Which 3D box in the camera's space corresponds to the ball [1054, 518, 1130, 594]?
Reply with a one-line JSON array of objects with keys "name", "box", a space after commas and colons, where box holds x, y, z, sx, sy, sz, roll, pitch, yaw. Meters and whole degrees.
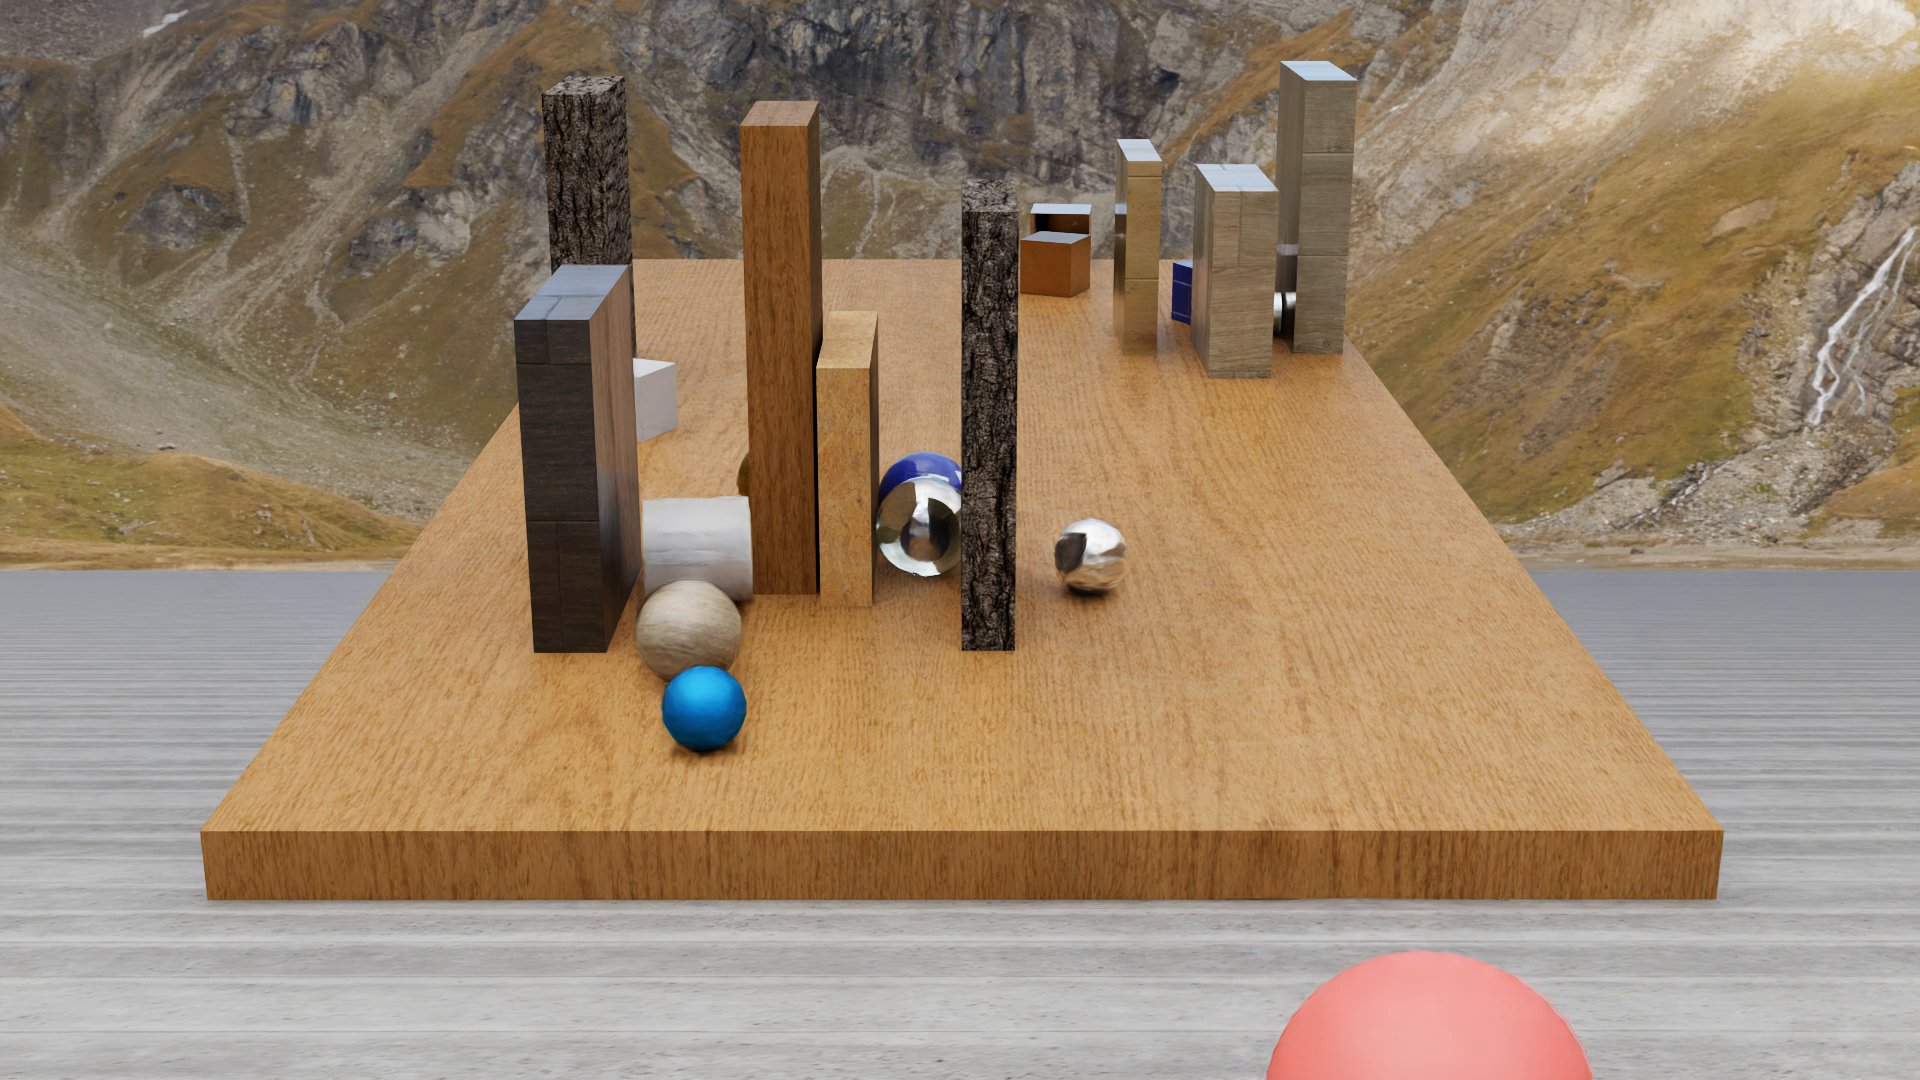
[{"name": "ball", "box": [0.224, 0.028, 3.817, 0.130, 0.130, 0.130, 0, -1, 0]}]

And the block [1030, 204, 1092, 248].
[{"name": "block", "box": [0.298, -0.893, 6.604, 0.172, 0.172, 0.172, 2, 18, 5]}]

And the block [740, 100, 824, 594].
[{"name": "block", "box": [-0.300, -0.336, 3.860, 0.108, 0.795, 0.332, 0, 18, 0]}]

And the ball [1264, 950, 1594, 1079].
[{"name": "ball", "box": [0.289, 0.357, 1.377, 0.205, 0.205, 0.205, 0, -1, 0]}]

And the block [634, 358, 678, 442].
[{"name": "block", "box": [-0.710, -0.305, 4.826, 0.142, 0.142, 0.142, 8, 20, 24]}]

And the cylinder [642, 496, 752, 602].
[{"name": "cylinder", "box": [-0.443, 0.017, 3.770, 0.177, 0.177, 0.177, -2, 0, -7]}]

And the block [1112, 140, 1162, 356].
[{"name": "block", "box": [0.445, -0.744, 5.641, 0.082, 0.480, 0.385, 0, 18, 0]}]

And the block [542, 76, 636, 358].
[{"name": "block", "box": [-0.855, -0.709, 5.192, 0.131, 0.686, 0.369, 0, 18, 0]}]

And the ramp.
[{"name": "ramp", "box": [-0.003, -0.185, 4.851, 2.000, 0.100, 4.000, 0, 18, 0]}]

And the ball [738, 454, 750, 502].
[{"name": "ball", "box": [-0.336, -0.111, 4.193, 0.163, 0.163, 0.163, 0, -1, 0]}]

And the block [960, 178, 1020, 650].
[{"name": "block", "box": [0.045, -0.207, 3.611, 0.085, 0.703, 0.320, 0, 18, 0]}]

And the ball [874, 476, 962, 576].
[{"name": "ball", "box": [-0.061, -0.023, 3.902, 0.175, 0.175, 0.175, 0, -1, 0]}]

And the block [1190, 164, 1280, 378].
[{"name": "block", "box": [0.663, -0.660, 5.439, 0.149, 0.445, 0.422, 0, 18, 0]}]

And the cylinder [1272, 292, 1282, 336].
[{"name": "cylinder", "box": [0.765, -0.582, 5.743, 0.111, 0.111, 0.111, 1, -1, 2]}]

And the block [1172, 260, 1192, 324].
[{"name": "block", "box": [0.664, -0.651, 5.889, 0.151, 0.151, 0.151, -9, 20, -27]}]

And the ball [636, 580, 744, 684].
[{"name": "ball", "box": [-0.413, 0.142, 3.408, 0.164, 0.164, 0.164, 0, -1, 0]}]

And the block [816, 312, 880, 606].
[{"name": "block", "box": [-0.192, -0.152, 3.915, 0.087, 0.412, 0.444, 0, 18, 0]}]

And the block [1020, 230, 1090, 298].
[{"name": "block", "box": [0.268, -0.774, 6.268, 0.152, 0.152, 0.152, 8, 19, 23]}]

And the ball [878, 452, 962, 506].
[{"name": "ball", "box": [-0.063, -0.075, 4.067, 0.173, 0.173, 0.173, 0, -1, 0]}]

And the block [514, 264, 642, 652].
[{"name": "block", "box": [-0.621, -0.145, 3.681, 0.115, 0.540, 0.439, 0, 18, 0]}]

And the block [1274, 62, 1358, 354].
[{"name": "block", "box": [0.888, -0.848, 5.656, 0.123, 0.670, 0.441, 0, 18, 0]}]

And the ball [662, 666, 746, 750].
[{"name": "ball", "box": [-0.364, 0.239, 3.177, 0.120, 0.120, 0.120, 0, -1, 0]}]
